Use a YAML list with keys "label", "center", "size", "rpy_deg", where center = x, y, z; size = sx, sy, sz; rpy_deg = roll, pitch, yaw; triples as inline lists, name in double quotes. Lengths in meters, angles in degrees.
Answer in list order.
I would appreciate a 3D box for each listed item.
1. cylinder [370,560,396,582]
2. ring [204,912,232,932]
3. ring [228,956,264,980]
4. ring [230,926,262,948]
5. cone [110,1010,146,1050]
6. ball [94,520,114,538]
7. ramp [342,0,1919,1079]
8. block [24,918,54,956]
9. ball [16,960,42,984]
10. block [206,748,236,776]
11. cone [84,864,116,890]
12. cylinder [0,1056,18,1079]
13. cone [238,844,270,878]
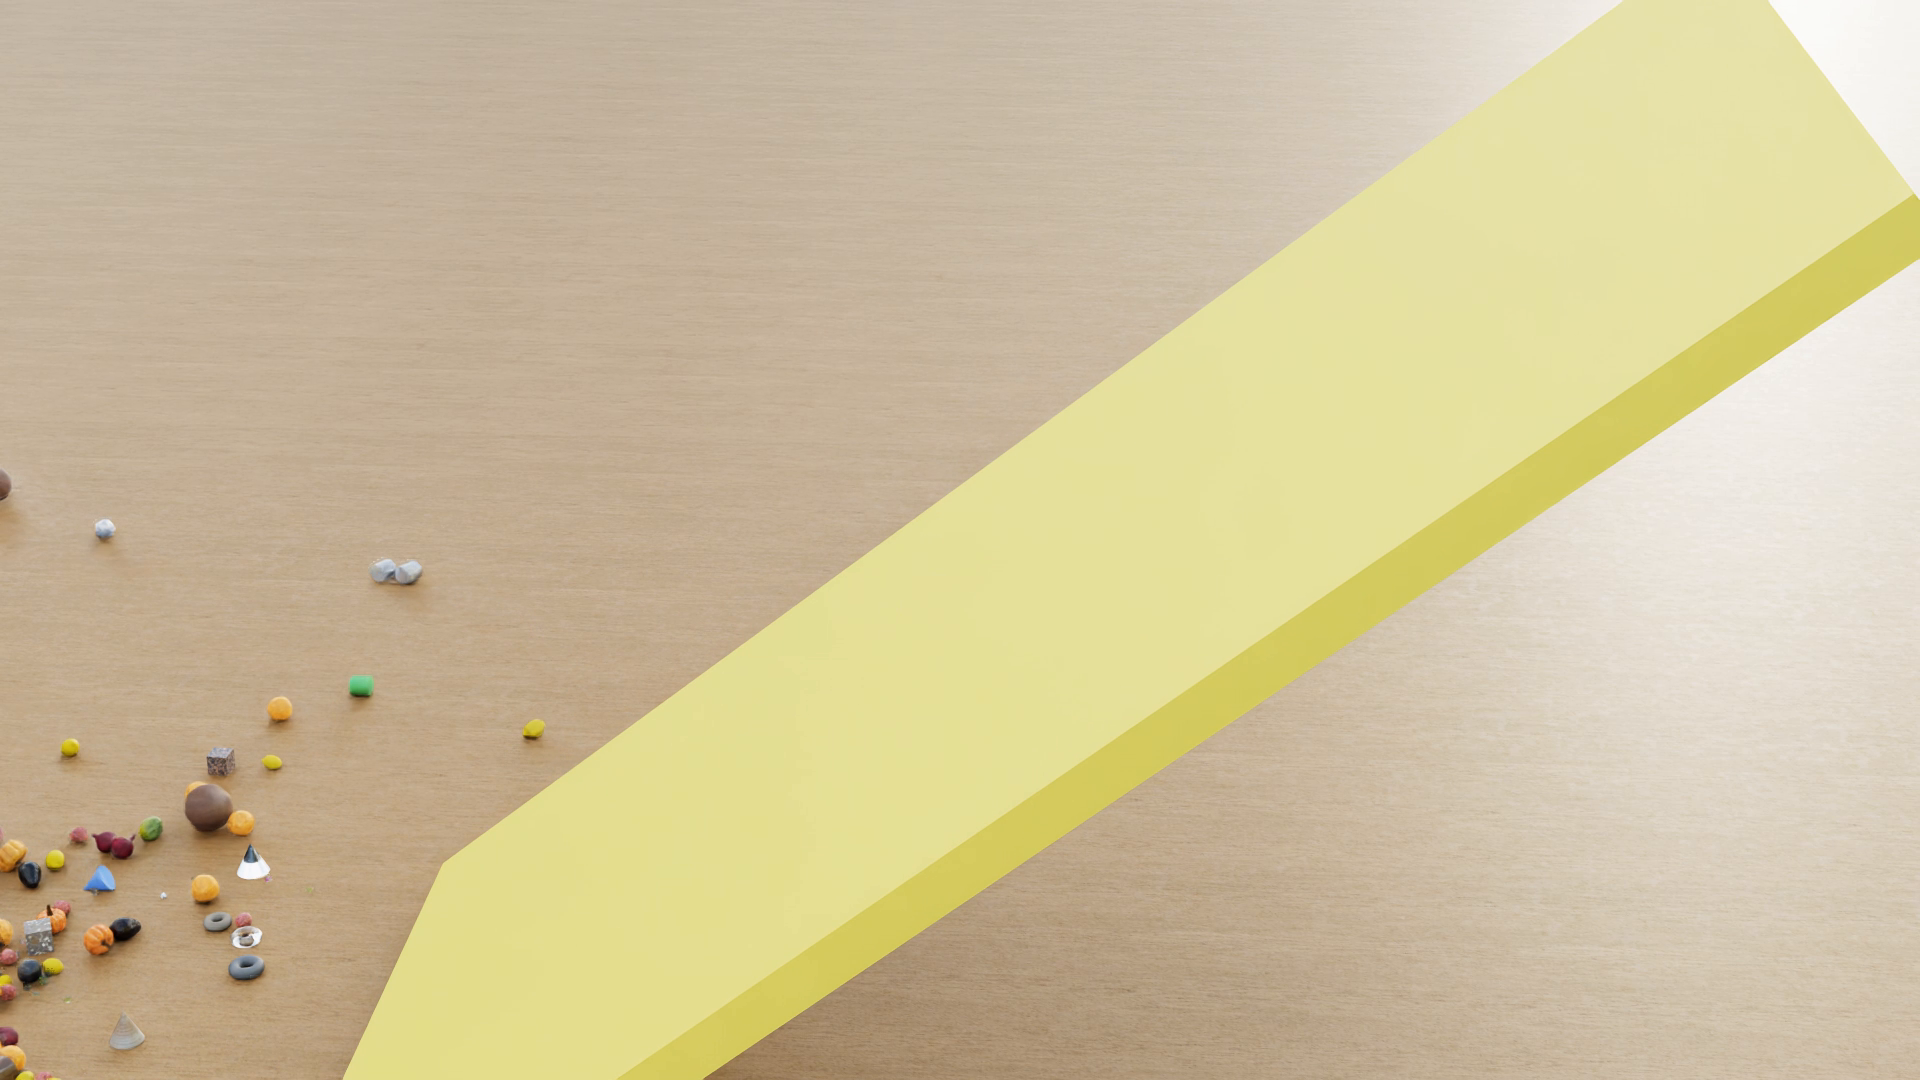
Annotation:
- label: "cylinder"
  center: [-1.903, 0.101, 9.706]
  size: [0.060, 0.060, 0.060]
  rpy_deg: [14, 28, 30]
- label: "ring"
  center: [-1.944, 1.000, 7.705]
  size: [0.075, 0.025, 0.075]
  rpy_deg: [-1, 24, 1]
- label: "ring"
  center: [-1.818, 1.089, 7.495]
  size: [0.091, 0.030, 0.091]
  rpy_deg: [0, 25, 0]
- label: "ring"
  center: [-1.853, 1.030, 7.632]
  size: [0.083, 0.028, 0.083]
  rpy_deg: [-1, 24, 1]
- label: "cone"
  center: [-2.043, 1.188, 7.199]
  size: [0.087, 0.087, 0.087]
  rpy_deg: [0, 24, 0]
- label: "ball"
  center: [-2.912, -0.037, 10.013]
  size: [0.066, 0.066, 0.066]
  rpy_deg: [0, 24, 0]
- label: "ramp"
  center: [0.121, 0.185, 6.340]
  size: [4.000, 0.100, 2.000]
  rpy_deg: [-36, 16, 18]
- label: "block"
  center: [-2.379, 1.025, 7.597]
  size: [0.065, 0.065, 0.065]
  rpy_deg: [-8, 25, -18]
- label: "ball"
  center: [-2.357, 1.093, 7.448]
  size: [0.060, 0.060, 0.060]
  rpy_deg: [0, 24, 0]
- label: "block"
  center: [-2.132, 0.639, 8.483]
  size: [0.059, 0.059, 0.059]
  rpy_deg: [3, 24, 8]
- label: "cone"
  center: [-2.316, 0.920, 7.874]
  size: [0.077, 0.077, 0.077]
  rpy_deg: [-27, 24, 5]
- label: "cylinder"
  center: [-2.297, 1.279, 7.010]
  size: [0.073, 0.073, 0.073]
  rpy_deg: [12, 26, 25]
- label: "cone"
  center: [-1.915, 0.857, 7.953]
  size: [0.087, 0.087, 0.087]
  rpy_deg: [0, 24, 0]
